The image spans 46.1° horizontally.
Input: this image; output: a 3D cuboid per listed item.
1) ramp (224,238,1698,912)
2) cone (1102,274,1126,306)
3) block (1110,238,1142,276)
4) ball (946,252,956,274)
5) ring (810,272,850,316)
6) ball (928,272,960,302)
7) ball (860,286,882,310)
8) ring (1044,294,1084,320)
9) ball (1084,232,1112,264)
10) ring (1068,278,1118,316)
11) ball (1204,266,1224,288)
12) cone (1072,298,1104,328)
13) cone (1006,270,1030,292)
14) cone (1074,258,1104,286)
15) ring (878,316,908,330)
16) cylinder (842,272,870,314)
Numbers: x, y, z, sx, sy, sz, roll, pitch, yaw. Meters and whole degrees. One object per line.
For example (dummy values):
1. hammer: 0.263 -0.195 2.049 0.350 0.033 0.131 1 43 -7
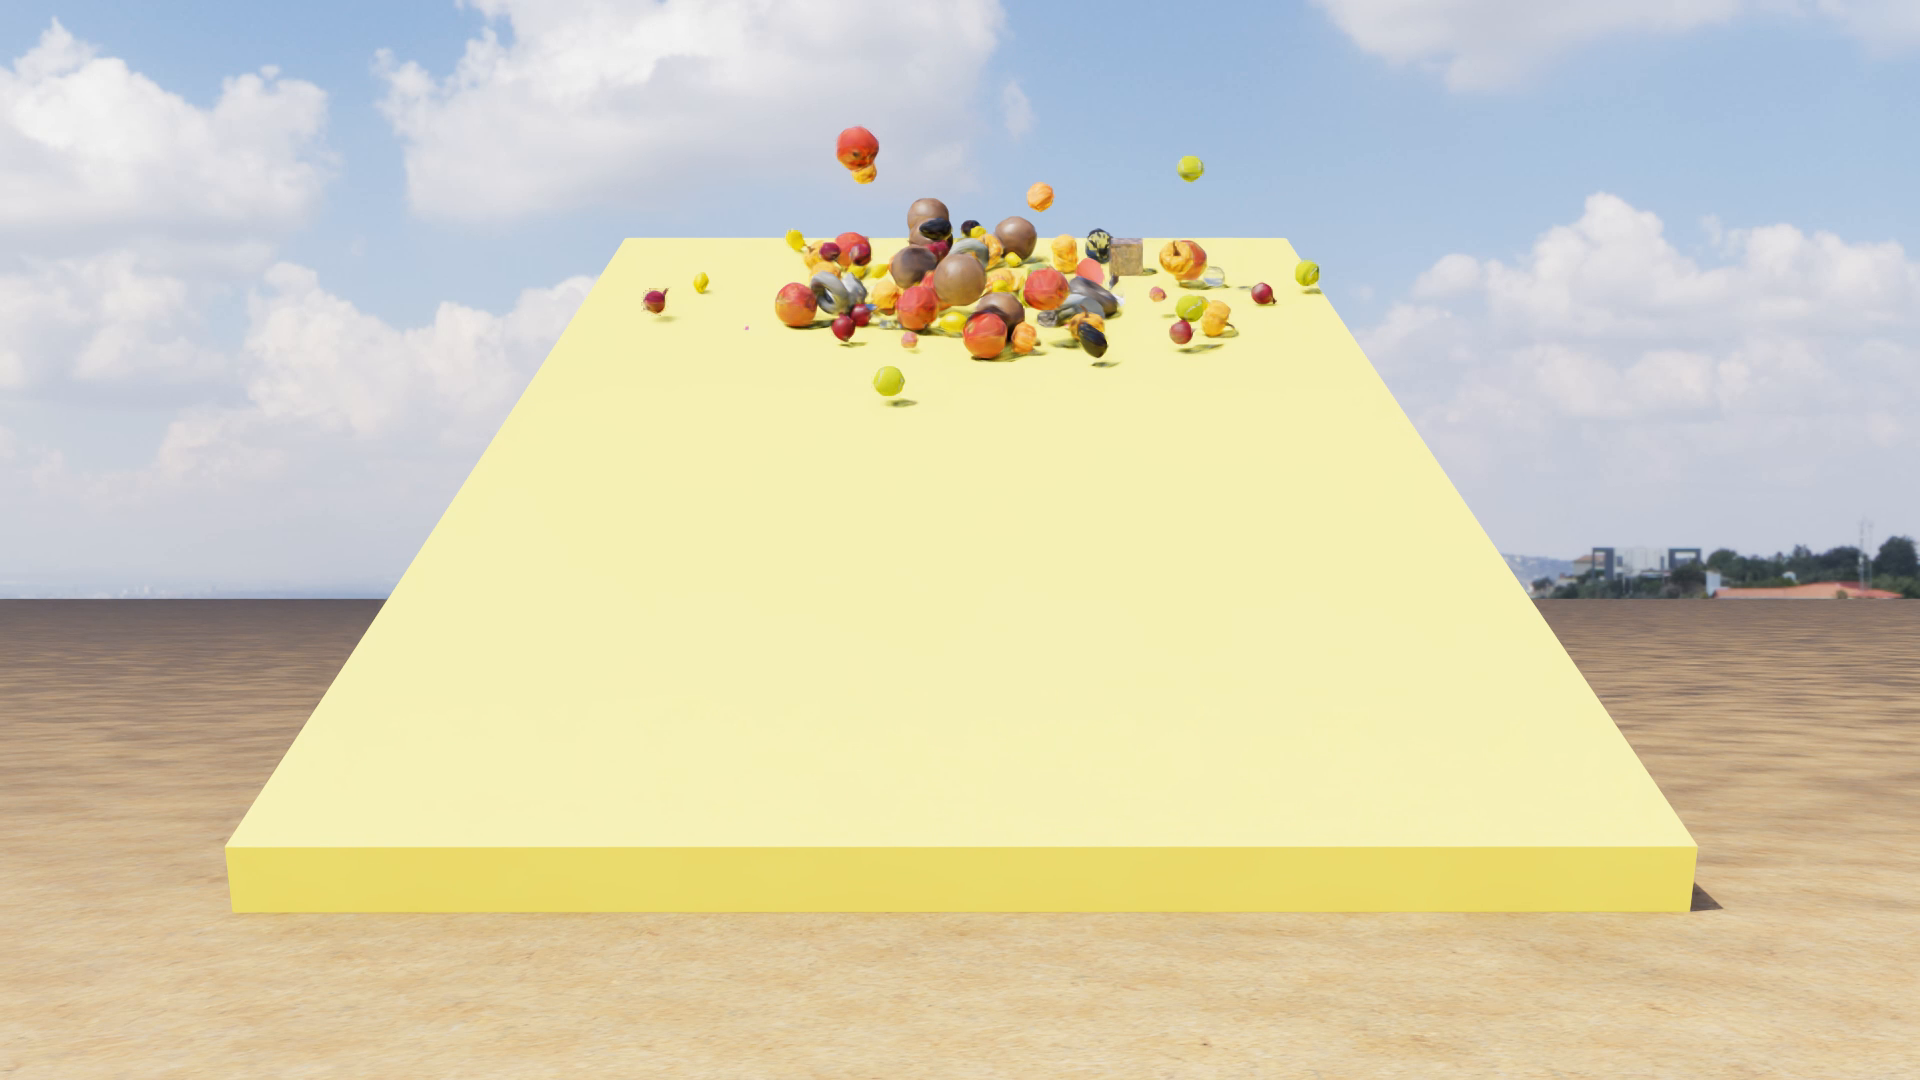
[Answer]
1. ramp: -0.005 -0.202 4.969 2.000 0.100 4.000 0 19 0
2. cone: 0.381 -0.654 6.021 0.088 0.088 0.088 -12 -7 30
3. block: 0.469 -0.801 6.383 0.091 0.091 0.091 1 19 3
4. ball: 0.005 -0.789 6.357 0.084 0.084 0.084 0 -1 0
5. ring: -0.335 -0.633 5.801 0.042 0.126 0.126 -40 23 -33
6. ball: -0.043 -0.677 6.043 0.081 0.081 0.081 0 -1 0
7. ball: -0.238 -0.637 5.942 0.065 0.065 0.065 0 -1 0
8. ring: 0.273 -0.602 5.830 0.115 0.038 0.115 -12 -13 -3
9. ball: 0.404 -0.837 6.482 0.093 0.093 0.093 0 -1 0
10. ring: 0.349 -0.638 5.914 0.148 0.049 0.148 28 18 -10
11. ball: 0.700 -0.726 6.219 0.059 0.059 0.059 0 -1 0
12. cone: 0.314 -0.573 5.816 0.083 0.083 0.083 1 -11 -33
13. cone: 0.169 -0.699 6.186 0.063 0.063 0.063 19 -12 -33
14. cone: 0.335 -0.720 6.228 0.091 0.091 0.091 1 -10 -29
15. ring: -0.171 -0.556 5.783 0.078 0.026 0.078 -3 21 1
16. cylinder: -0.291 -0.645 5.888 0.077 0.077 0.077 -36 -9 11
